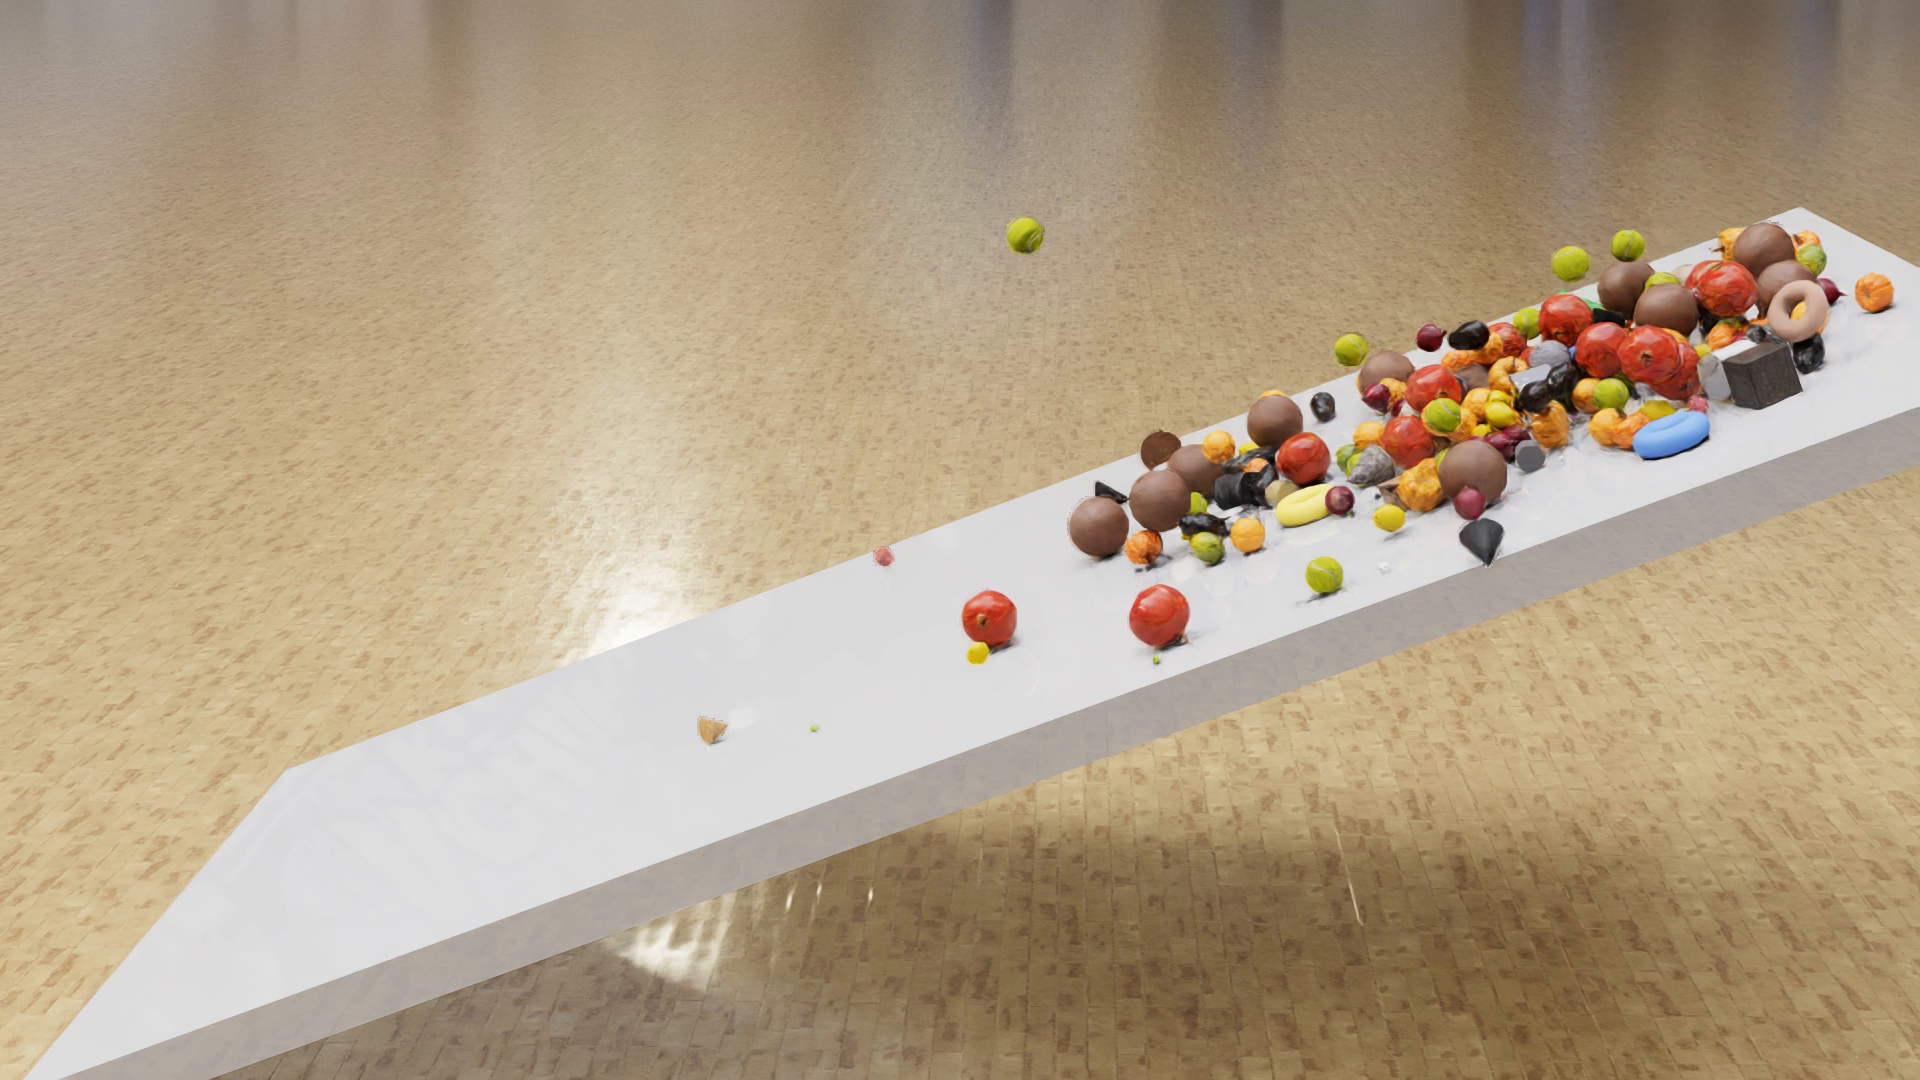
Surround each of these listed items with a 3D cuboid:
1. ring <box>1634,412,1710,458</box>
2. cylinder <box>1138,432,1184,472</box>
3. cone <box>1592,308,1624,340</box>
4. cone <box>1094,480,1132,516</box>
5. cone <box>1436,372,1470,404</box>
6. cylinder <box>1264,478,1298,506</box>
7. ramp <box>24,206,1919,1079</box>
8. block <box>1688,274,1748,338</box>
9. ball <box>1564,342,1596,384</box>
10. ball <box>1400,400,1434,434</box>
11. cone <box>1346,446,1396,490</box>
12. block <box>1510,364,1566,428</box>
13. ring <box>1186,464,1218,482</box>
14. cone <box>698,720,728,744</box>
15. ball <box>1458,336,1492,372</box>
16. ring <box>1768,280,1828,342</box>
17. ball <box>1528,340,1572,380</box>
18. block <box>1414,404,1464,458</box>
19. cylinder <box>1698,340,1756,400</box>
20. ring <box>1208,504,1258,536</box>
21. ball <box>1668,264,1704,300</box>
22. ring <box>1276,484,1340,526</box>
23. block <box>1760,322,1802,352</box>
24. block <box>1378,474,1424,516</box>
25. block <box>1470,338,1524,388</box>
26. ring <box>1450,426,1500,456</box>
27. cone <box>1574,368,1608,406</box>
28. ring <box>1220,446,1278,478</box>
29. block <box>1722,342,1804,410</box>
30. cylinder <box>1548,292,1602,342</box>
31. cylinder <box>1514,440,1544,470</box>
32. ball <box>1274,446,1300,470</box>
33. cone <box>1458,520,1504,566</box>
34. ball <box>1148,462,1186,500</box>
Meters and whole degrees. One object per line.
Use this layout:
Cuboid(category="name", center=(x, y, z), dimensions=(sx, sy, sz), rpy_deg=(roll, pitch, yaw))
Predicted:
Cuboid(category="ring", center=(1.316, -0.195, 5.443), dimensions=(0.145, 0.048, 0.145), rpy_deg=(-22, 10, 4))
Cuboid(category="cylinder", center=(0.464, -0.201, 6.802), dimensions=(0.099, 0.099, 0.099), rpy_deg=(0, -1, 1))
Cuboid(category="cone", center=(1.334, -0.465, 6.116), dimensions=(0.071, 0.071, 0.071), rpy_deg=(37, -12, -37))
Cuboid(category="cone", center=(0.352, -0.095, 6.730), dimensions=(0.083, 0.083, 0.083), rpy_deg=(3, 14, 4))
Cuboid(category="cone", center=(1.034, -0.326, 6.082), dimensions=(0.071, 0.071, 0.071), rpy_deg=(12, 30, 42))
Cuboid(category="cylinder", center=(0.672, -0.093, 6.110), dimensions=(0.059, 0.059, 0.059), rpy_deg=(-6, 25, -23))
Cuboid(category="ramp", center=(0.121, 0.175, 6.293), dimensions=(4.000, 0.100, 2.000), rpy_deg=(-20, 12, 7))
Cuboid(category="block", center=(1.572, -0.486, 6.101), dimensions=(0.079, 0.079, 0.079), rpy_deg=(-28, -42, 26))
Cuboid(category="ball", center=(1.293, -0.372, 6.184), dimensions=(0.085, 0.085, 0.085), rpy_deg=(0, 13, 0))
Cuboid(category="ball", center=(0.977, -0.263, 6.286), dimensions=(0.076, 0.076, 0.076), rpy_deg=(0, 13, 0))
Cuboid(category="cone", center=(0.791, -0.130, 5.789), dimensions=(0.092, 0.092, 0.092), rpy_deg=(-17, 21, -34))
Cuboid(category="block", center=(1.155, -0.288, 5.881), dimensions=(0.081, 0.081, 0.081), rpy_deg=(-18, 38, -2))
Cuboid(category="ring", center=(0.549, -0.152, 6.678), dimensions=(0.075, 0.025, 0.075), rpy_deg=(-22, 8, 3))
Cuboid(category="cone", center=(-0.502, 0.390, 6.089), dimensions=(0.056, 0.056, 0.056), rpy_deg=(-20, 22, -32))
Cuboid(category="ball", center=(1.166, -0.419, 6.627), dimensions=(0.083, 0.083, 0.083), rpy_deg=(0, 13, 0))
Cuboid(category="ring", center=(1.591, -0.435, 5.585), dimensions=(0.041, 0.122, 0.122), rpy_deg=(21, -4, -41))
Cuboid(category="ball", center=(1.198, -0.361, 5.966), dimensions=(0.088, 0.088, 0.088), rpy_deg=(0, 13, 0))
Cuboid(category="block", center=(0.993, -0.225, 6.084), dimensions=(0.076, 0.076, 0.076), rpy_deg=(-16, 13, 25))
Cuboid(category="cylinder", center=(1.471, -0.325, 5.603), dimensions=(0.090, 0.090, 0.090), rpy_deg=(-23, 22, -25))
Cuboid(category="ring", center=(0.569, -0.041, 6.115), dimensions=(0.112, 0.037, 0.112), rpy_deg=(-22, 10, 4))
Cuboid(category="ball", center=(1.612, -0.572, 6.526), dimensions=(0.078, 0.078, 0.078), rpy_deg=(0, 13, 0))
Cuboid(category="ring", center=(0.708, -0.071, 5.981), dimensions=(0.138, 0.046, 0.138), rpy_deg=(-21, 13, 5))
Cuboid(category="block", center=(1.619, -0.400, 5.803), dimensions=(0.054, 0.054, 0.054), rpy_deg=(-12, 15, 38))
Cuboid(category="block", center=(0.862, -0.089, 5.758), dimensions=(0.057, 0.057, 0.057), rpy_deg=(-23, 12, -8))
Cuboid(category="block", center=(1.169, -0.386, 6.407), dimensions=(0.078, 0.078, 0.078), rpy_deg=(-40, 2, 7))
Cuboid(category="ring", center=(1.047, -0.201, 5.984), dimensions=(0.106, 0.035, 0.106), rpy_deg=(-21, 13, 5))
Cuboid(category="cone", center=(1.279, -0.303, 6.029), dimensions=(0.072, 0.072, 0.072), rpy_deg=(37, -9, 7))
Cuboid(category="ring", center=(0.643, -0.163, 6.502), dimensions=(0.147, 0.049, 0.147), rpy_deg=(-23, 10, 4))
Cuboid(category="block", center=(1.500, -0.307, 5.502), dimensions=(0.093, 0.093, 0.093), rpy_deg=(-24, 12, -9))
Cuboid(category="cylinder", center=(1.307, -0.475, 6.256), dimensions=(0.086, 0.086, 0.086), rpy_deg=(19, 12, -7))
Cuboid(category="cylinder", center=(1.098, -0.163, 5.674), dimensions=(0.053, 0.053, 0.053), rpy_deg=(4, -8, 17))
Cuboid(category="ball", center=(0.715, -0.179, 6.429), dimensions=(0.055, 0.055, 0.055), rpy_deg=(0, 13, 0))
Cuboid(category="cone", center=(0.928, 0.021, 5.199), dimensions=(0.082, 0.082, 0.082), rpy_deg=(0, 41, -1))
Cuboid(category="ball", center=(0.465, -0.131, 6.586), dimensions=(0.085, 0.085, 0.085), rpy_deg=(0, 13, 0))
